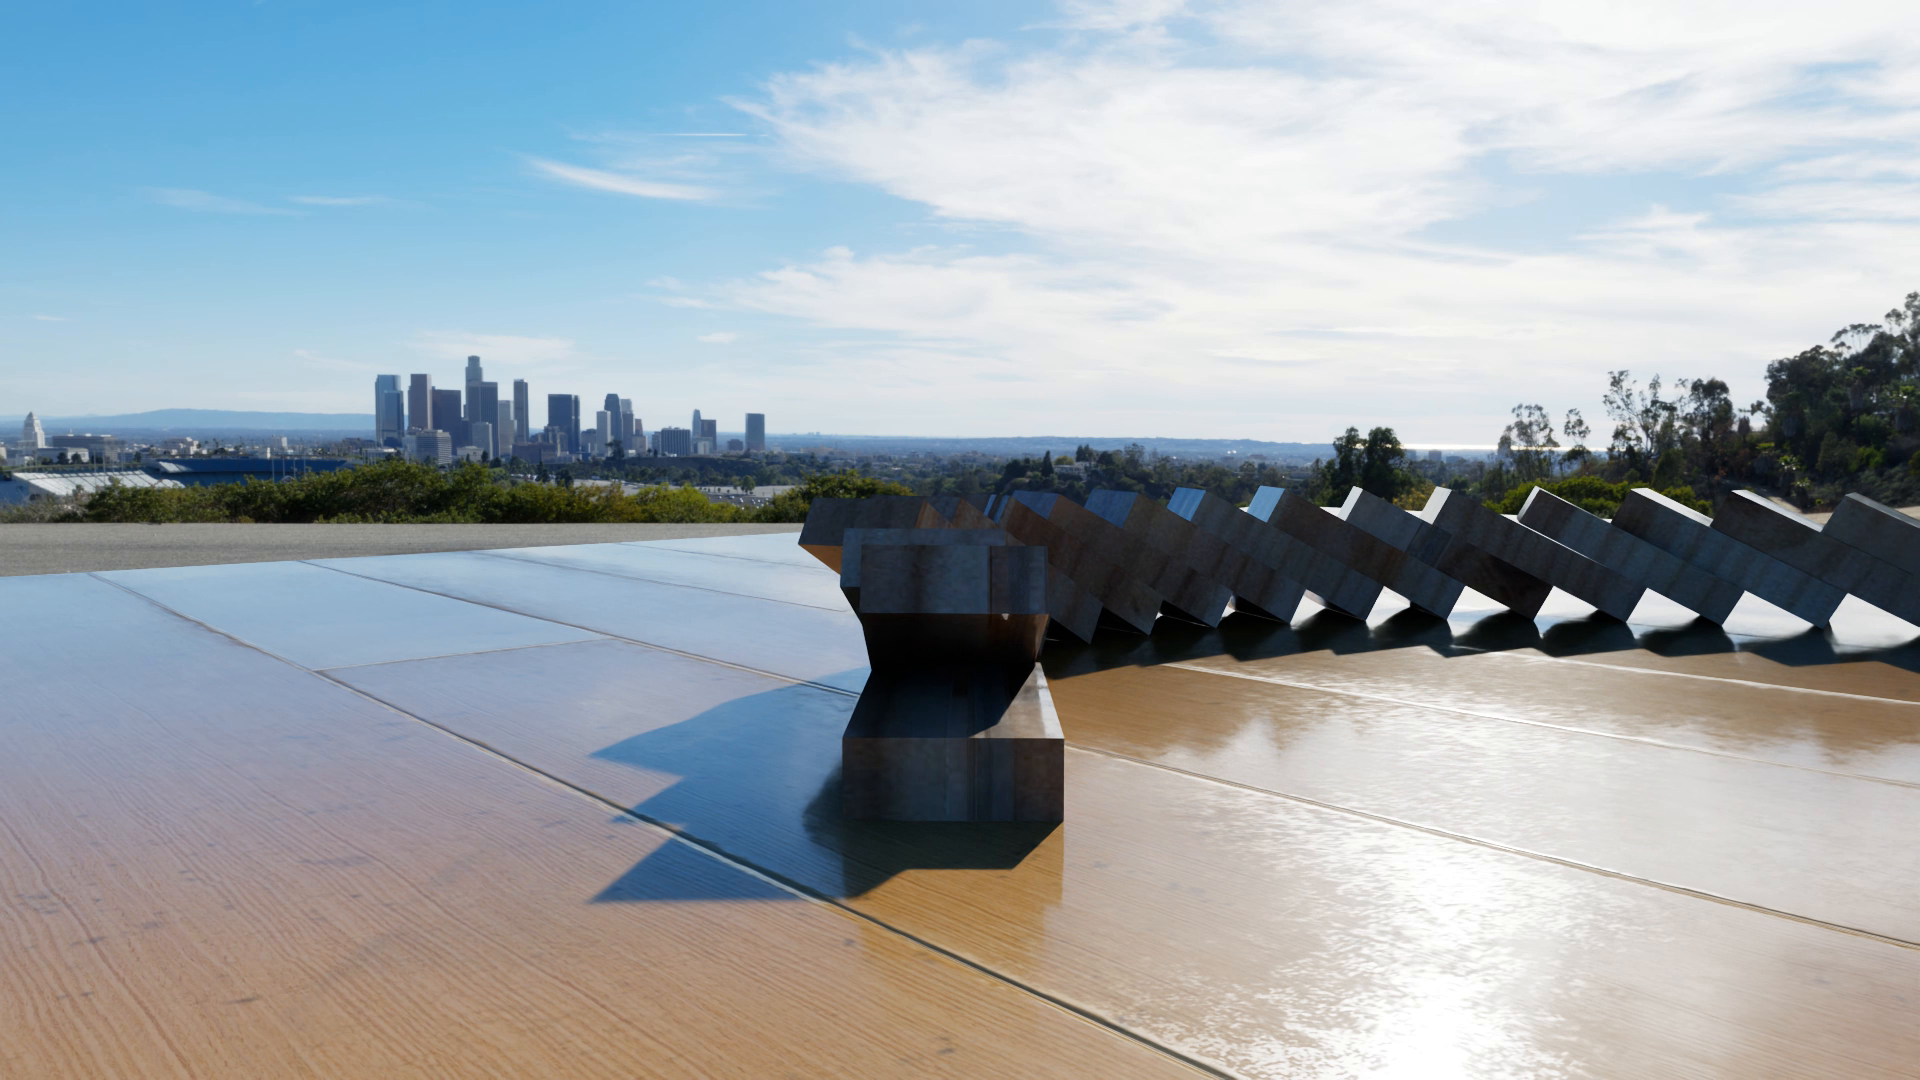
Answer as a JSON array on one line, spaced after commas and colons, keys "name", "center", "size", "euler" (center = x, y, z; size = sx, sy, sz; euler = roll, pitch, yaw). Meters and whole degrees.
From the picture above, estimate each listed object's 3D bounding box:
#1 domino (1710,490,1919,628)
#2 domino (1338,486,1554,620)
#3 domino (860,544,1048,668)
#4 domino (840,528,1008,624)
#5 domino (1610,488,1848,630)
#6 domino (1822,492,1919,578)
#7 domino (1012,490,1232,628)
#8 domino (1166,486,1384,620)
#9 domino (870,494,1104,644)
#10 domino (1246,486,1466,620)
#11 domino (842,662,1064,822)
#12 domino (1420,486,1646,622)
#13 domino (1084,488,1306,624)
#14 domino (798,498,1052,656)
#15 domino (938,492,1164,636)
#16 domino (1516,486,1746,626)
[{"name": "domino", "center": [0.205, 0.004, 0.301], "size": [0.050, 0.010, 0.025], "euler": [35, 23, 32]}, {"name": "domino", "center": [0.121, 0.003, 0.324], "size": [0.050, 0.010, 0.025], "euler": [28, 9, 9]}, {"name": "domino", "center": [-0.001, 0.014, 0.194], "size": [0.025, 0.010, 0.050], "euler": [0, -19, -1]}, {"name": "domino", "center": [-0.003, 0.011, 0.219], "size": [0.025, 0.009, 0.050], "euler": [0, -20, 6]}, {"name": "domino", "center": [0.187, 0.003, 0.313], "size": [0.050, 0.010, 0.025], "euler": [34, 22, 30]}, {"name": "domino", "center": [0.224, 0.006, 0.288], "size": [0.050, 0.009, 0.025], "euler": [35, 24, 32]}, {"name": "domino", "center": [0.036, 0.004, 0.299], "size": [0.050, 0.010, 0.025], "euler": [28, -6, -20]}, {"name": "domino", "center": [0.076, 0.003, 0.318], "size": [0.050, 0.009, 0.025], "euler": [27, 1, -7]}, {"name": "domino", "center": [0.005, 0.006, 0.265], "size": [0.025, 0.009, 0.050], "euler": [4, -23, 44]}, {"name": "domino", "center": [0.098, 0.003, 0.322], "size": [0.050, 0.009, 0.025], "euler": [28, 4, -2]}, {"name": "domino", "center": [-0.001, 0.025, 0.170], "size": [0.025, 0.010, 0.050], "euler": [0, 4, 0]}, {"name": "domino", "center": [0.142, 0.003, 0.321], "size": [0.050, 0.009, 0.025], "euler": [28, 10, 9]}, {"name": "domino", "center": [0.055, 0.004, 0.308], "size": [0.050, 0.009, 0.025], "euler": [28, -5, -18]}, {"name": "domino", "center": [-0.005, 0.008, 0.245], "size": [0.025, 0.009, 0.050], "euler": [2, -24, 34]}, {"name": "domino", "center": [0.019, 0.005, 0.283], "size": [0.050, 0.010, 0.025], "euler": [31, -15, -33]}, {"name": "domino", "center": [0.164, 0.003, 0.318], "size": [0.050, 0.010, 0.025], "euler": [31, 14, 17]}]
